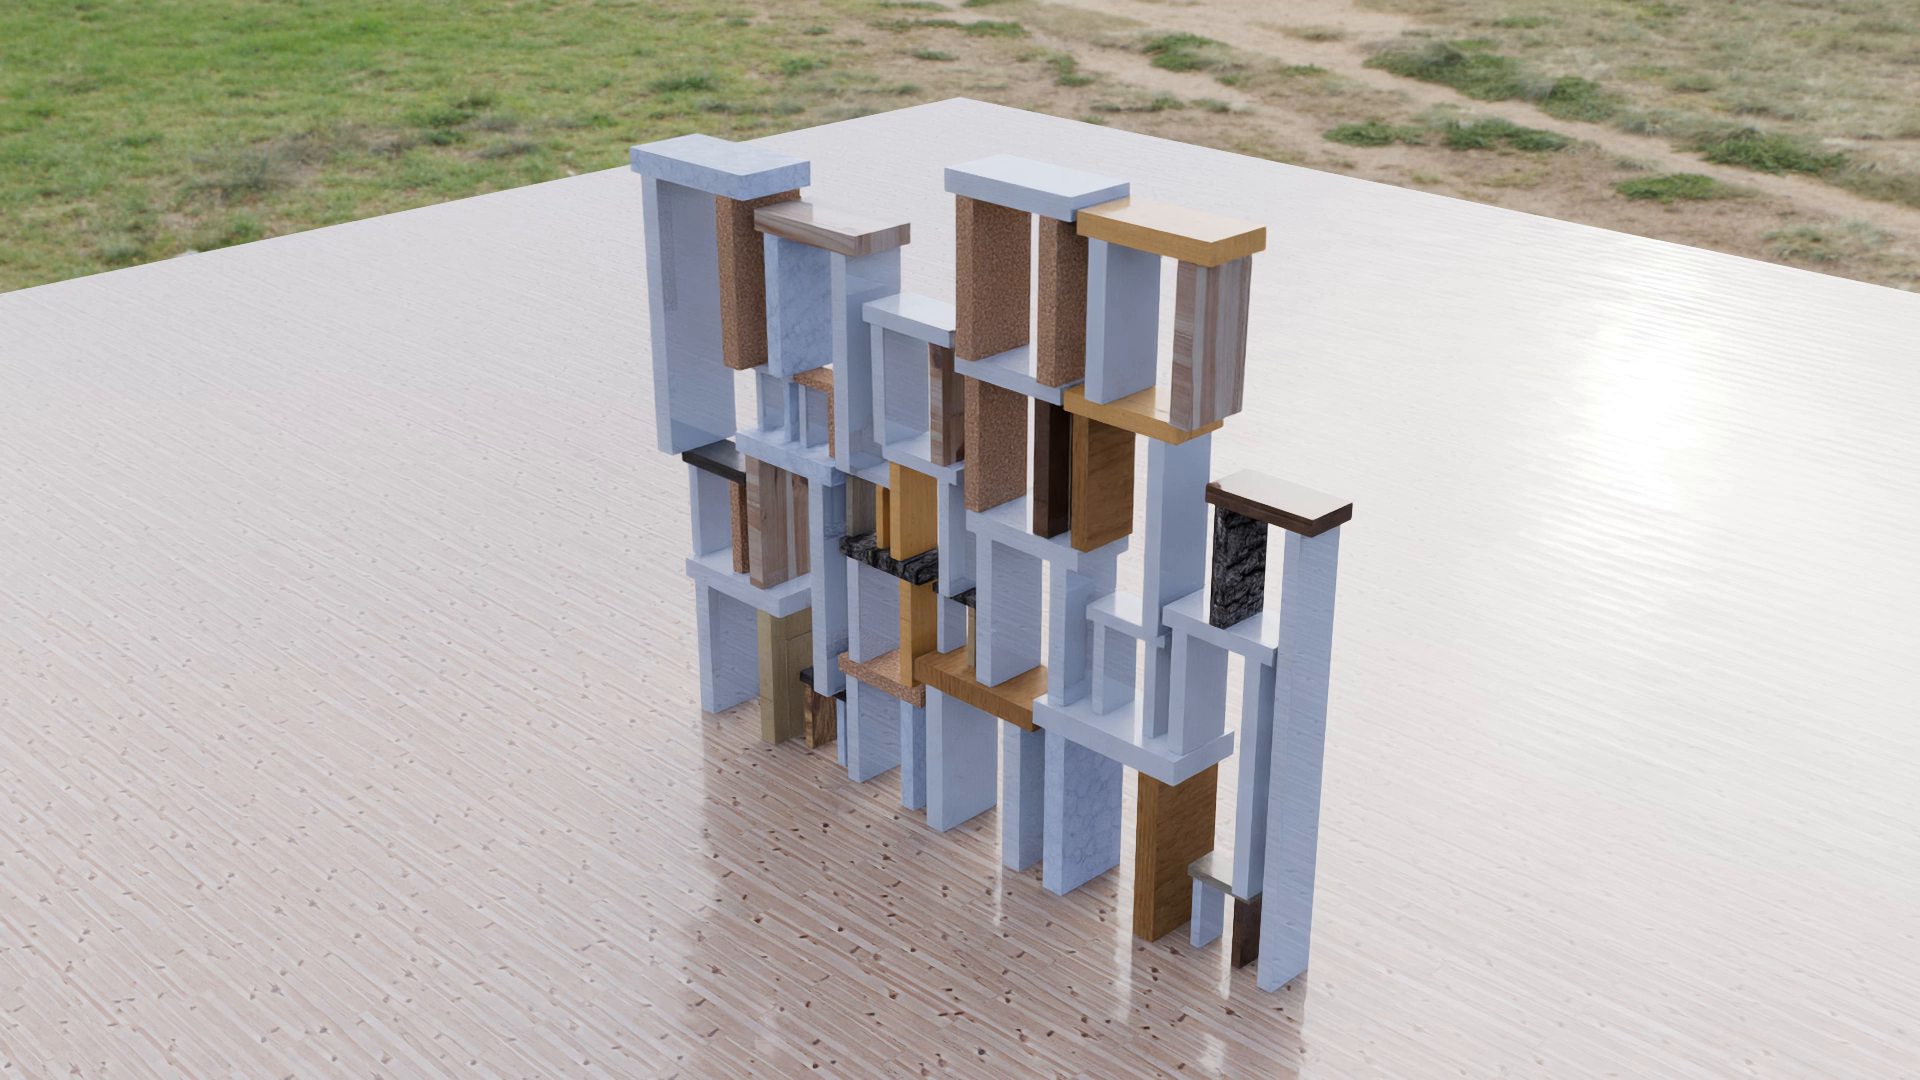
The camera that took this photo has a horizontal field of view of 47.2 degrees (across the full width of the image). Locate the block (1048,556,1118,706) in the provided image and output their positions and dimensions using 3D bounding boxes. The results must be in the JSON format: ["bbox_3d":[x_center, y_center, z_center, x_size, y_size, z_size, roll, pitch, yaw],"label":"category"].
[{"bbox_3d":[0.225,0.154,4.050,0.040,0.279,0.139,21,31,40],"label":"block"}]

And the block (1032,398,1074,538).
[{"bbox_3d":[0.191,-0.145,3.961,0.037,0.261,0.131,22,31,40],"label":"block"}]

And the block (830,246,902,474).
[{"bbox_3d":[-0.179,-0.357,4.271,0.041,0.440,0.144,21,31,41],"label":"block"}]

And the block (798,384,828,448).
[{"bbox_3d":[-0.292,-0.258,4.433,0.019,0.133,0.067,21,31,40],"label":"block"}]

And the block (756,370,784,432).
[{"bbox_3d":[-0.388,-0.293,4.522,0.018,0.128,0.064,21,31,41],"label":"block"}]

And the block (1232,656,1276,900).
[{"bbox_3d":[0.533,0.398,3.817,0.119,0.464,0.034,-21,31,-41],"label":"block"}]

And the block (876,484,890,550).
[{"bbox_3d":[-0.134,-0.054,4.341,0.067,0.134,0.019,-21,31,-40],"label":"block"}]

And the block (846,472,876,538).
[{"bbox_3d":[-0.197,-0.079,4.399,0.019,0.134,0.067,22,32,40],"label":"block"}]

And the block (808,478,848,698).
[{"bbox_3d":[-0.237,0.081,4.518,0.147,0.474,0.042,-21,31,-41],"label":"block"}]

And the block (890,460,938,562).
[{"bbox_3d":[-0.090,-0.069,4.289,0.101,0.202,0.029,-21,31,-41],"label":"block"}]

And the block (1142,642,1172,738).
[{"bbox_3d":[0.368,0.255,3.935,0.091,0.183,0.026,-21,31,-40],"label":"block"}]

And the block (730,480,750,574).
[{"bbox_3d":[-0.437,-0.041,4.685,0.029,0.207,0.104,21,31,41],"label":"block"}]

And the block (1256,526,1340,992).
[{"bbox_3d":[0.576,0.375,3.753,0.031,0.877,0.109,21,31,41],"label":"block"}]

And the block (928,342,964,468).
[{"bbox_3d":[-0.002,-0.267,4.118,0.118,0.237,0.034,-21,30,-40],"label":"block"}]

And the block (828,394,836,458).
[{"bbox_3d":[-0.231,-0.235,4.378,0.019,0.133,0.067,21,31,41],"label":"block"}]

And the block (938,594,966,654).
[{"bbox_3d":[-0.016,0.154,4.315,0.063,0.126,0.018,-21,31,-41],"label":"block"}]

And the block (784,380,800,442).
[{"bbox_3d":[-0.327,-0.269,4.466,0.018,0.128,0.064,21,31,41],"label":"block"}]

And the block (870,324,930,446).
[{"bbox_3d":[-0.113,-0.311,4.223,0.118,0.237,0.034,-21,29,-40],"label":"block"}]

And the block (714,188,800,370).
[{"bbox_3d":[-0.400,-0.534,4.428,0.050,0.354,0.177,20,30,41],"label":"block"}]

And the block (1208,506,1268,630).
[{"bbox_3d":[0.473,0.032,3.719,0.109,0.219,0.031,-21,31,-41],"label":"block"}]

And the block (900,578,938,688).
[{"bbox_3d":[-0.067,0.168,4.364,0.114,0.229,0.032,-21,31,-41],"label":"block"}]

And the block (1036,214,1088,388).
[{"bbox_3d":[0.201,-0.428,3.815,0.042,0.300,0.150,21,31,40],"label":"block"}]

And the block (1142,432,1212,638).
[{"bbox_3d":[0.376,-0.020,3.816,0.036,0.364,0.127,21,31,41],"label":"block"}]

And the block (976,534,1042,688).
[{"bbox_3d":[0.094,0.115,4.177,0.040,0.307,0.140,21,31,41],"label":"block"}]

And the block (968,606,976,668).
[{"bbox_3d":[0.044,0.178,4.260,0.063,0.126,0.018,-21,31,-41],"label":"block"}]

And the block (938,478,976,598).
[{"bbox_3d":[0.005,-0.016,4.207,0.029,0.236,0.101,21,31,41],"label":"block"}]

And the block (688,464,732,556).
[{"bbox_3d":[-0.535,-0.079,4.774,0.029,0.207,0.103,21,31,41],"label":"block"}]

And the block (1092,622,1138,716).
[{"bbox_3d":[0.283,0.221,4.015,0.091,0.183,0.026,-21,31,-41],"label":"block"}]

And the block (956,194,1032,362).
[{"bbox_3d":[0.060,-0.483,3.945,0.150,0.300,0.042,-21,31,-40],"label":"block"}]

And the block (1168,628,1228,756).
[{"bbox_3d":[0.421,0.250,3.876,0.034,0.238,0.119,21,31,41],"label":"block"}]

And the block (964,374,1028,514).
[{"bbox_3d":[0.067,-0.193,4.073,0.037,0.261,0.130,21,31,41],"label":"block"}]

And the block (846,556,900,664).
[{"bbox_3d":[-0.174,0.126,4.463,0.032,0.229,0.114,21,31,41],"label":"block"}]

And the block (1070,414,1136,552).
[{"bbox_3d":[0.255,-0.116,3.904,0.036,0.254,0.127,21,31,41],"label":"block"}]

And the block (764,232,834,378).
[{"bbox_3d":[-0.316,-0.479,4.367,0.144,0.289,0.041,-21,30,-41],"label":"block"}]

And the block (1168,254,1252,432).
[{"bbox_3d":[0.414,-0.335,3.635,0.143,0.286,0.041,-21,32,-40],"label":"block"}]

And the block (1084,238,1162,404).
[{"bbox_3d":[0.279,-0.388,3.759,0.041,0.286,0.143,22,31,40],"label":"block"}]

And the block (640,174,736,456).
[{"bbox_3d":[-0.568,-0.486,4.629,0.050,0.598,0.177,21,31,41],"label":"block"}]

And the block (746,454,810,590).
[{"bbox_3d":[-0.375,-0.056,4.610,0.042,0.293,0.147,21,31,41],"label":"block"}]
